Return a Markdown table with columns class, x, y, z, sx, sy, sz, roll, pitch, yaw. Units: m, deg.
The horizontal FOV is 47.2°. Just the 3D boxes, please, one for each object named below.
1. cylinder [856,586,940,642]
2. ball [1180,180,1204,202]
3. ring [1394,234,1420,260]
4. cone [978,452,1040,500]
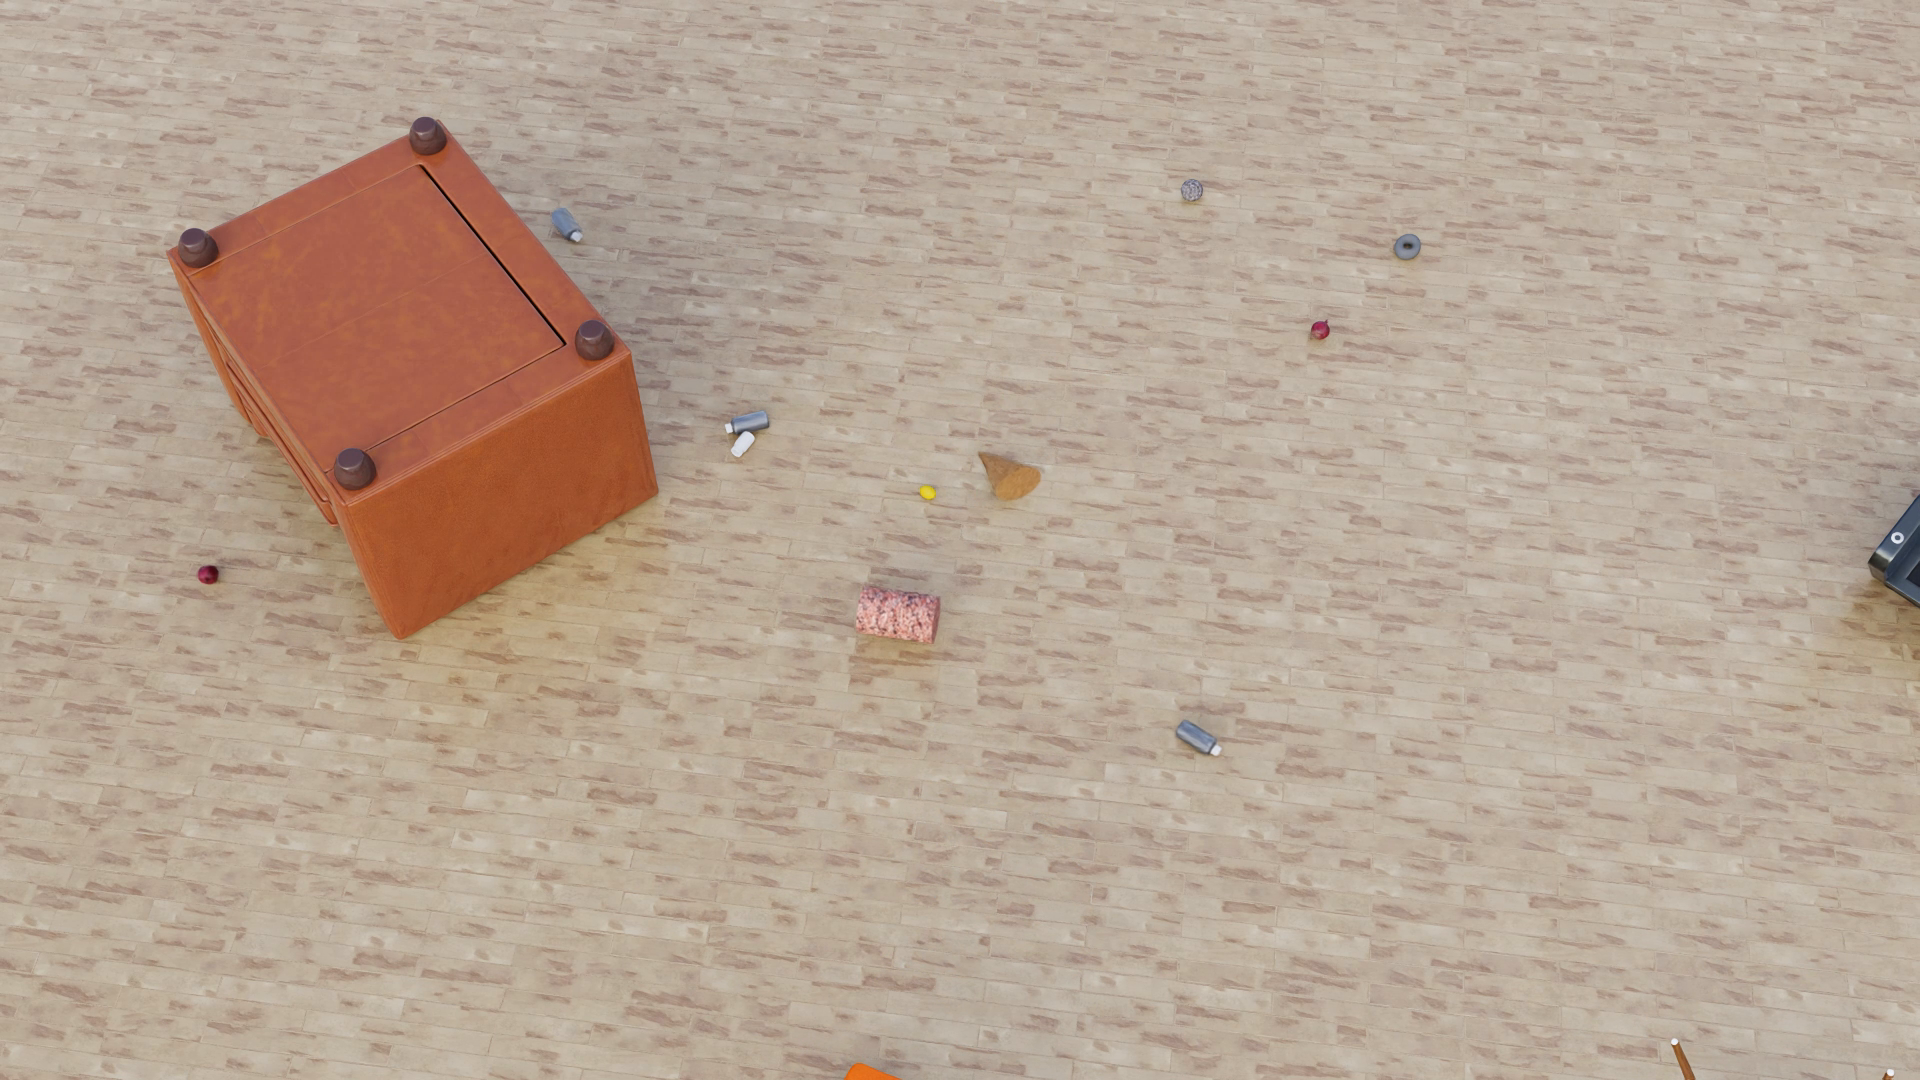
| class | x | y | z | sx | sy | sz | roll | pitch | yaw |
| --- | --- | --- | --- | --- | --- | --- | --- | --- | --- |
| cylinder | -0.176 | 0.213 | 6.336 | 0.218 | 0.167 | 0.136 | 8 | 95 | 5 |
| ball | 0.771 | -1.162 | 7.310 | 0.074 | 0.074 | 0.074 | 0 | 56 | 0 |
| ring | 1.465 | -0.959 | 7.196 | 0.083 | 0.037 | 0.107 | 23 | 58 | 16 |
| cone | 0.116 | -0.220 | 6.688 | 0.167 | 0.108 | 0.211 | -17 | 40 | -32 |
